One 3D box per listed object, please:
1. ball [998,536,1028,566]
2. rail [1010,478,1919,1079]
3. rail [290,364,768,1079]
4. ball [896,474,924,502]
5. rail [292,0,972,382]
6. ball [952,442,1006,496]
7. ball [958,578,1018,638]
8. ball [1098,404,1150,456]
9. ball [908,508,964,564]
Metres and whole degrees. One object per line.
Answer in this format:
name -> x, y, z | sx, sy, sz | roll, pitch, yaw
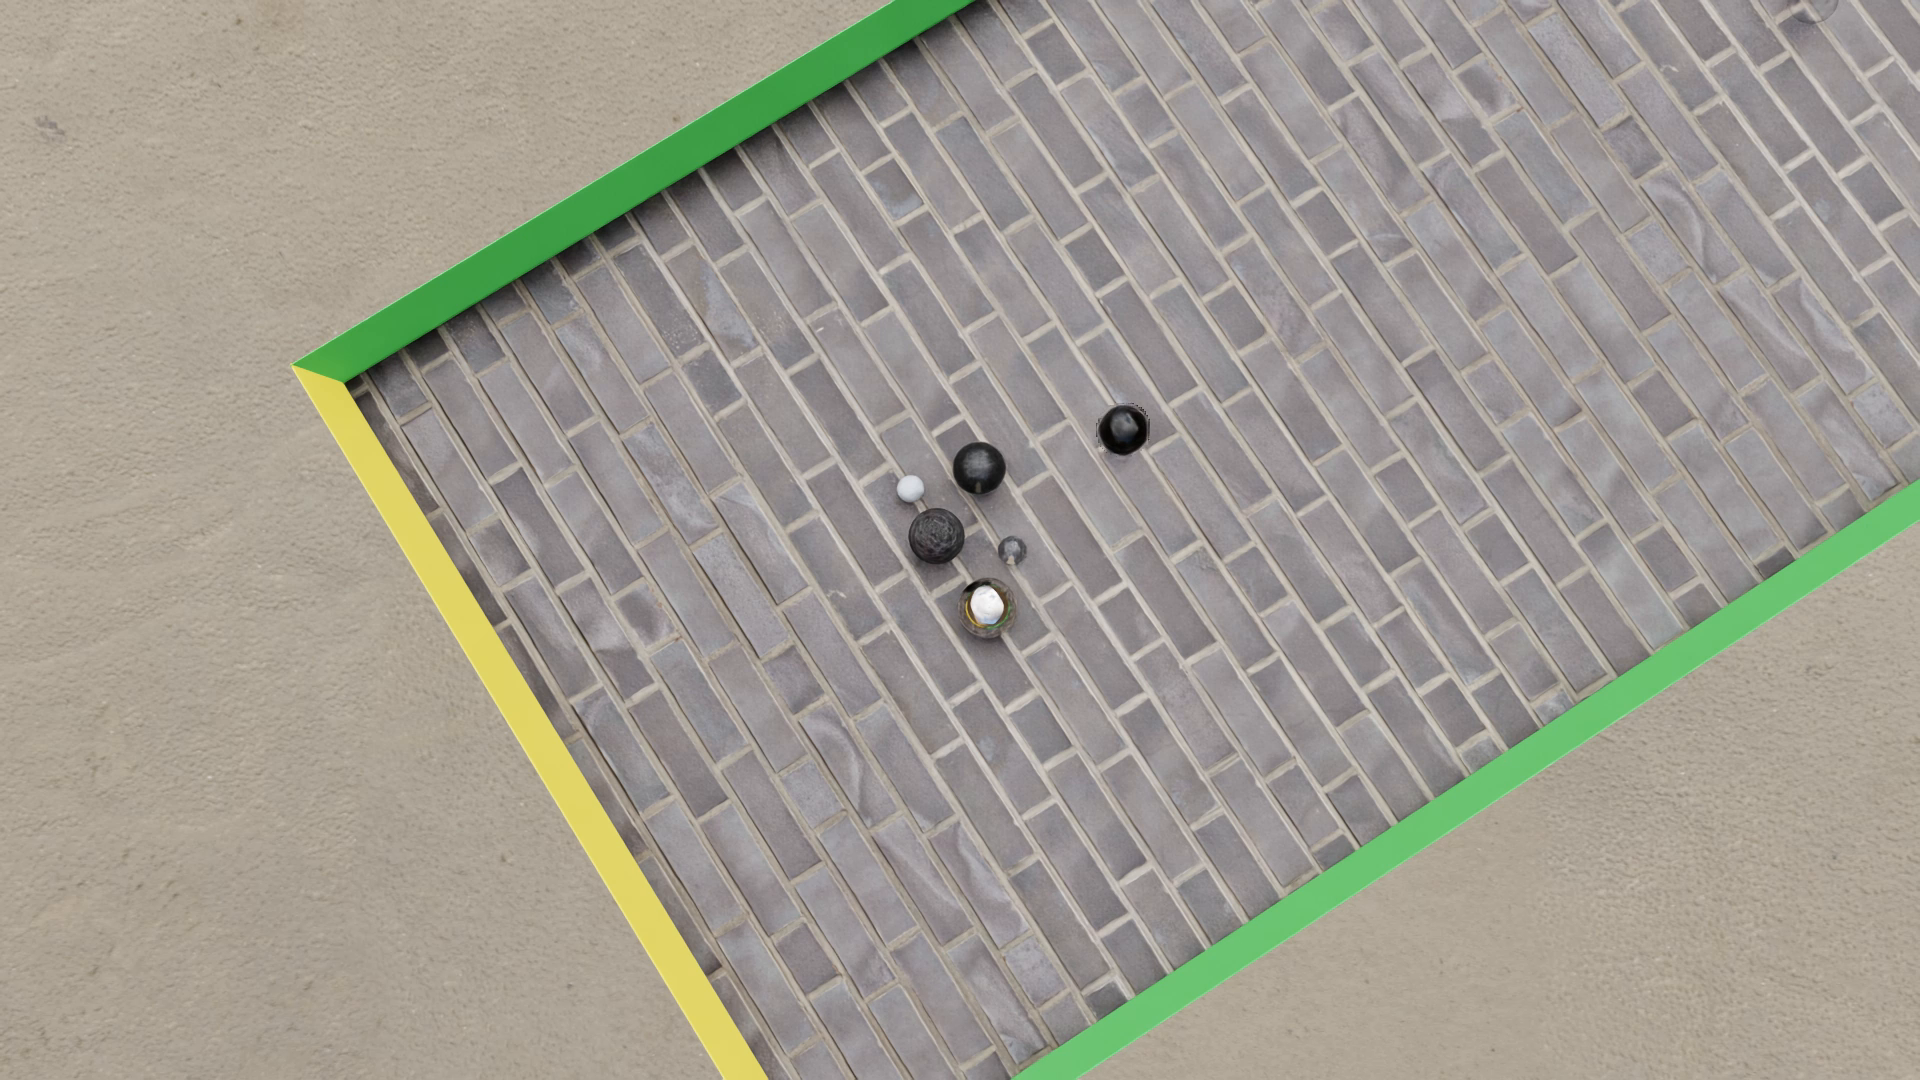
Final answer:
ball -> 0.079, 0.016, 3.290 | 0.045, 0.045, 0.045 | 0, 80, 0
rail -> 0.975, 0.221, 3.218 | 2.790, 0.117, 0.045 | -32, 82, -5
rail -> -0.567, 0.355, 3.195 | 0.045, 0.117, 1.485 | -32, 82, -5
ball -> -0.074, -0.077, 3.308 | 0.042, 0.042, 0.042 | 0, 80, 0
rail -> 0.199, -0.972, 3.421 | 2.790, 0.117, 0.045 | -32, 82, -5
ball -> 0.029, -0.107, 3.293 | 0.081, 0.081, 0.081 | 0, 80, 0
ball -> 0.041, 0.100, 3.253 | 0.090, 0.090, 0.090 | 0, 80, 0
ball -> 0.246, -0.165, 3.306 | 0.076, 0.076, 0.076 | 0, 80, 0
ball -> -0.035, -0.006, 3.274 | 0.084, 0.084, 0.084 | 0, 80, 0
